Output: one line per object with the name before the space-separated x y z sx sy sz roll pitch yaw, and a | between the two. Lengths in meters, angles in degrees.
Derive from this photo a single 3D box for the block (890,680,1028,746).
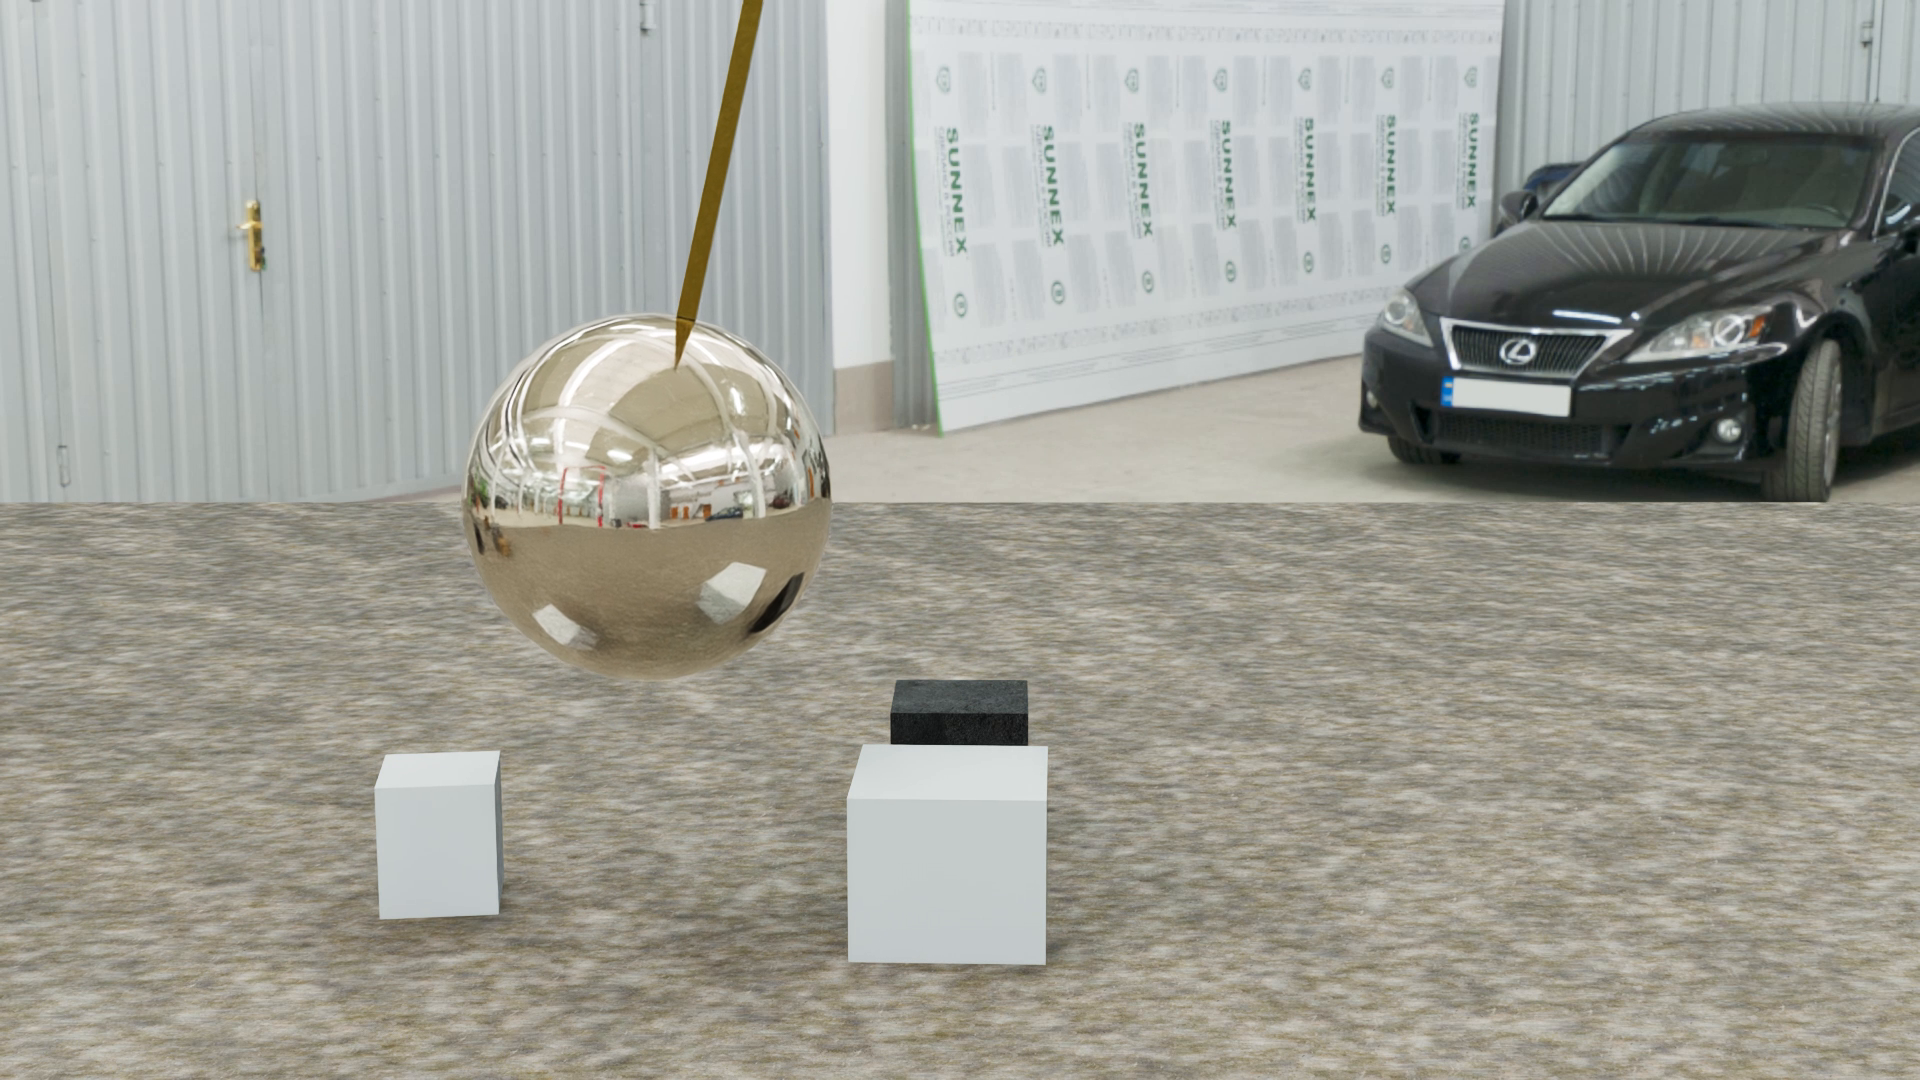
block | 0.003 1.033 12.215 0.637 0.597 0.663 0 10 1

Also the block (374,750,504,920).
block | -2.231 1.261 11.036 0.493 0.570 0.545 -1 10 -7

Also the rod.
rod | -0.586 -3.447 10.554 0.080 5.200 0.080 13 10 -2

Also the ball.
ball | -1.353 -0.189 11.146 1.600 1.600 1.600 0 10 0

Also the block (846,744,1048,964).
block | -0.036 1.285 10.605 0.790 0.678 0.832 0 10 2
